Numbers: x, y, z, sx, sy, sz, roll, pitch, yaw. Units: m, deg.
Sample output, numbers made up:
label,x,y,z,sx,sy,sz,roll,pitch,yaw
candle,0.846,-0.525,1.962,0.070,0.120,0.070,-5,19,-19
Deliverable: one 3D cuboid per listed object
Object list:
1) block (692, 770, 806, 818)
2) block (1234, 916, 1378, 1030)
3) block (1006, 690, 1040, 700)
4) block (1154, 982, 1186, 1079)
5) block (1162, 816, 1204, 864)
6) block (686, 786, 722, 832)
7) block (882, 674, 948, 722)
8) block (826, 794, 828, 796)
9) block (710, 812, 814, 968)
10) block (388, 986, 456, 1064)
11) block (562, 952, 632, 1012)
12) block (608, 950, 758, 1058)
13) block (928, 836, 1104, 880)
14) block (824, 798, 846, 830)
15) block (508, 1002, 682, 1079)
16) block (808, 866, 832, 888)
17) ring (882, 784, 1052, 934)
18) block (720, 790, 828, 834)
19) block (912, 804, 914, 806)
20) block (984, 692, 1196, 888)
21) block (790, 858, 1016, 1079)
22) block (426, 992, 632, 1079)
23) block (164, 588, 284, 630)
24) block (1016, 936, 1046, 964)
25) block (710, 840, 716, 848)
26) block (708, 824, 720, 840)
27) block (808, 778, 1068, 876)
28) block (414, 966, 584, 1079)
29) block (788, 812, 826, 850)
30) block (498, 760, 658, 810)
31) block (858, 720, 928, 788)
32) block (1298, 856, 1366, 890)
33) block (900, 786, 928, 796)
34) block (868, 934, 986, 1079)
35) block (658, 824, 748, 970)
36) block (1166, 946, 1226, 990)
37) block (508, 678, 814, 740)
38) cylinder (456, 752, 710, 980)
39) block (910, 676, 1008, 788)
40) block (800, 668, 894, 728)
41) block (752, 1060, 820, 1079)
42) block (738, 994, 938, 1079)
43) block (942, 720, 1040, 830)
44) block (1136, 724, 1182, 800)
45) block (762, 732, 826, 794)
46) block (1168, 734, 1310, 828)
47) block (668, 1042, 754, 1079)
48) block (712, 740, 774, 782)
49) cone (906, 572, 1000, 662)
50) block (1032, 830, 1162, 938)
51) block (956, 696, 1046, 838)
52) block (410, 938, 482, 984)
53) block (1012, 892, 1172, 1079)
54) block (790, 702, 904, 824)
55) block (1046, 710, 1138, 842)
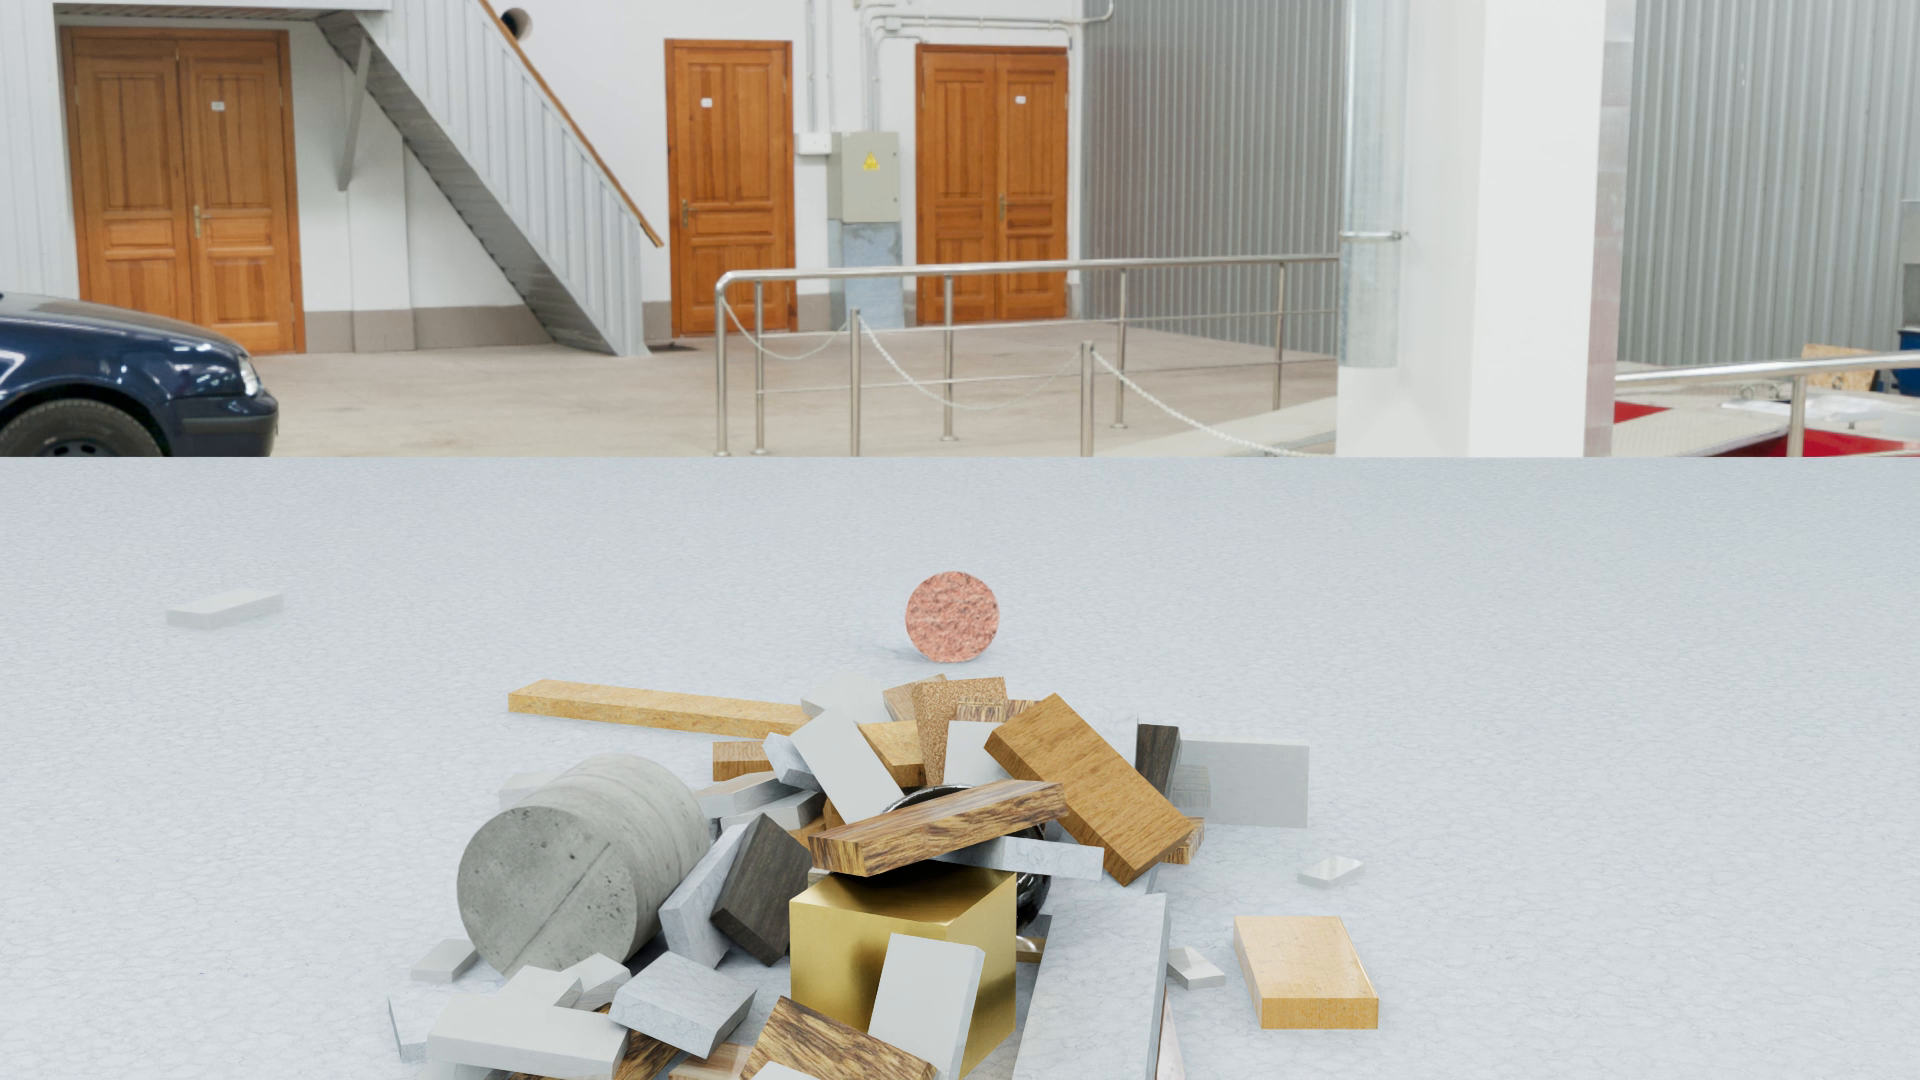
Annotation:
label,x,y,z,sx,sy,sz,roll,pitch,yaw
block,-0.394,0.458,3.968,0.138,0.039,0.276,-9,0,25
block,0.509,0.640,3.273,0.165,0.047,0.330,0,11,0
block,0.143,0.343,4.347,0.080,0.023,0.159,-1,23,-33
block,0.236,0.731,2.818,0.117,0.033,0.985,0,11,1
block,0.279,0.523,3.918,0.290,0.041,0.145,3,11,17
block,-0.498,0.497,4.085,0.222,0.031,0.111,7,13,35
block,-0.052,0.365,4.405,0.133,0.038,0.266,-16,30,-13
block,-0.192,0.435,4.073,0.112,0.032,0.223,35,18,18
block,-0.302,0.542,3.427,0.034,0.121,0.243,-41,14,27
block,-0.748,0.682,3.102,0.095,0.027,0.190,-4,11,-19
block,-0.572,0.651,3.084,0.210,0.030,0.105,-25,17,-29
block,-0.378,0.638,3.033,0.143,0.040,0.285,21,2,5
block,0.050,0.459,3.244,0.165,0.047,0.330,11,-9,-29
block,-0.167,0.513,3.740,0.108,0.031,0.216,15,21,-16
block,-0.483,0.701,2.962,0.143,0.040,0.285,3,11,16
block,-0.191,0.569,3.208,0.030,0.210,0.105,3,11,13
ring,-0.011,0.521,3.482,0.315,0.105,0.315,-2,44,2
block,-0.324,0.486,3.933,0.138,0.039,0.276,-10,0,9
block,-0.099,0.505,3.865,0.027,0.095,0.191,0,11,1
block,0.210,0.404,3.590,0.327,0.046,0.163,44,43,20
block,-0.075,0.589,3.036,0.233,0.233,0.233,5,12,24
block,-0.564,0.655,2.892,0.243,0.034,0.121,8,15,2
block,-1.927,0.179,5.769,0.143,0.040,0.285,4,11,22
block,0.133,0.633,3.387,0.122,0.017,0.061,2,11,12
block,-0.568,0.534,3.821,0.294,0.032,0.114,8,25,37
block,-0.470,0.536,3.902,0.072,0.020,0.144,0,11,0
block,-0.031,0.405,3.121,0.330,0.047,0.165,-13,3,-30
block,-0.620,0.668,2.971,0.095,0.027,0.251,5,29,26
block,-0.270,0.514,3.848,0.125,0.035,0.249,-11,0,29
block,-0.716,0.462,4.148,0.276,0.039,0.138,-6,6,2
block,-0.013,0.374,3.915,0.312,0.044,0.156,-1,23,-27
block,0.633,0.567,3.747,0.061,0.017,0.122,9,14,39
block,-0.006,0.402,3.970,0.156,0.044,0.312,24,25,33
block,-0.055,0.635,2.816,0.121,0.243,0.034,5,-21,24
block,-0.376,0.559,3.397,0.035,0.125,0.317,-11,13,17
block,0.346,0.646,3.319,0.061,0.017,0.122,-4,11,-19
block,-0.461,0.380,4.689,1.080,0.040,0.143,4,11,21
cylinder,-0.568,0.502,3.354,0.289,0.289,0.289,3,11,15
block,0.024,0.404,3.808,0.162,0.325,0.046,-2,-19,-27
block,-0.130,0.369,4.495,0.426,0.038,0.133,19,39,39
block,-0.230,0.738,2.569,0.173,0.049,0.346,16,20,19
block,-0.156,0.678,2.793,0.235,0.117,0.033,17,-20,31
block,0.051,0.458,3.633,0.163,0.327,0.046,2,-32,6
block,0.292,0.448,3.875,0.145,0.041,0.290,3,47,17
block,-0.235,0.415,3.951,0.228,0.032,0.114,19,20,-32
block,0.481,0.441,4.045,0.317,0.156,0.044,2,11,10
block,-0.252,0.715,2.904,0.235,0.033,0.117,4,11,21
block,-0.349,0.437,4.382,0.285,0.040,0.143,-1,11,-6
cone,-0.011,0.217,5.399,0.228,0.228,0.228,1,-16,4
block,0.232,0.544,3.574,0.163,0.046,0.327,4,25,13
block,0.067,0.430,3.720,0.162,0.325,0.046,2,-24,6
block,-0.779,0.640,3.349,0.065,0.018,0.130,2,11,10
block,0.145,0.712,2.721,0.173,0.049,1.365,-8,10,9
block,-0.176,0.418,3.781,0.108,0.031,0.378,-35,38,-5
block,0.220,0.440,3.819,0.162,0.046,0.325,1,50,8
